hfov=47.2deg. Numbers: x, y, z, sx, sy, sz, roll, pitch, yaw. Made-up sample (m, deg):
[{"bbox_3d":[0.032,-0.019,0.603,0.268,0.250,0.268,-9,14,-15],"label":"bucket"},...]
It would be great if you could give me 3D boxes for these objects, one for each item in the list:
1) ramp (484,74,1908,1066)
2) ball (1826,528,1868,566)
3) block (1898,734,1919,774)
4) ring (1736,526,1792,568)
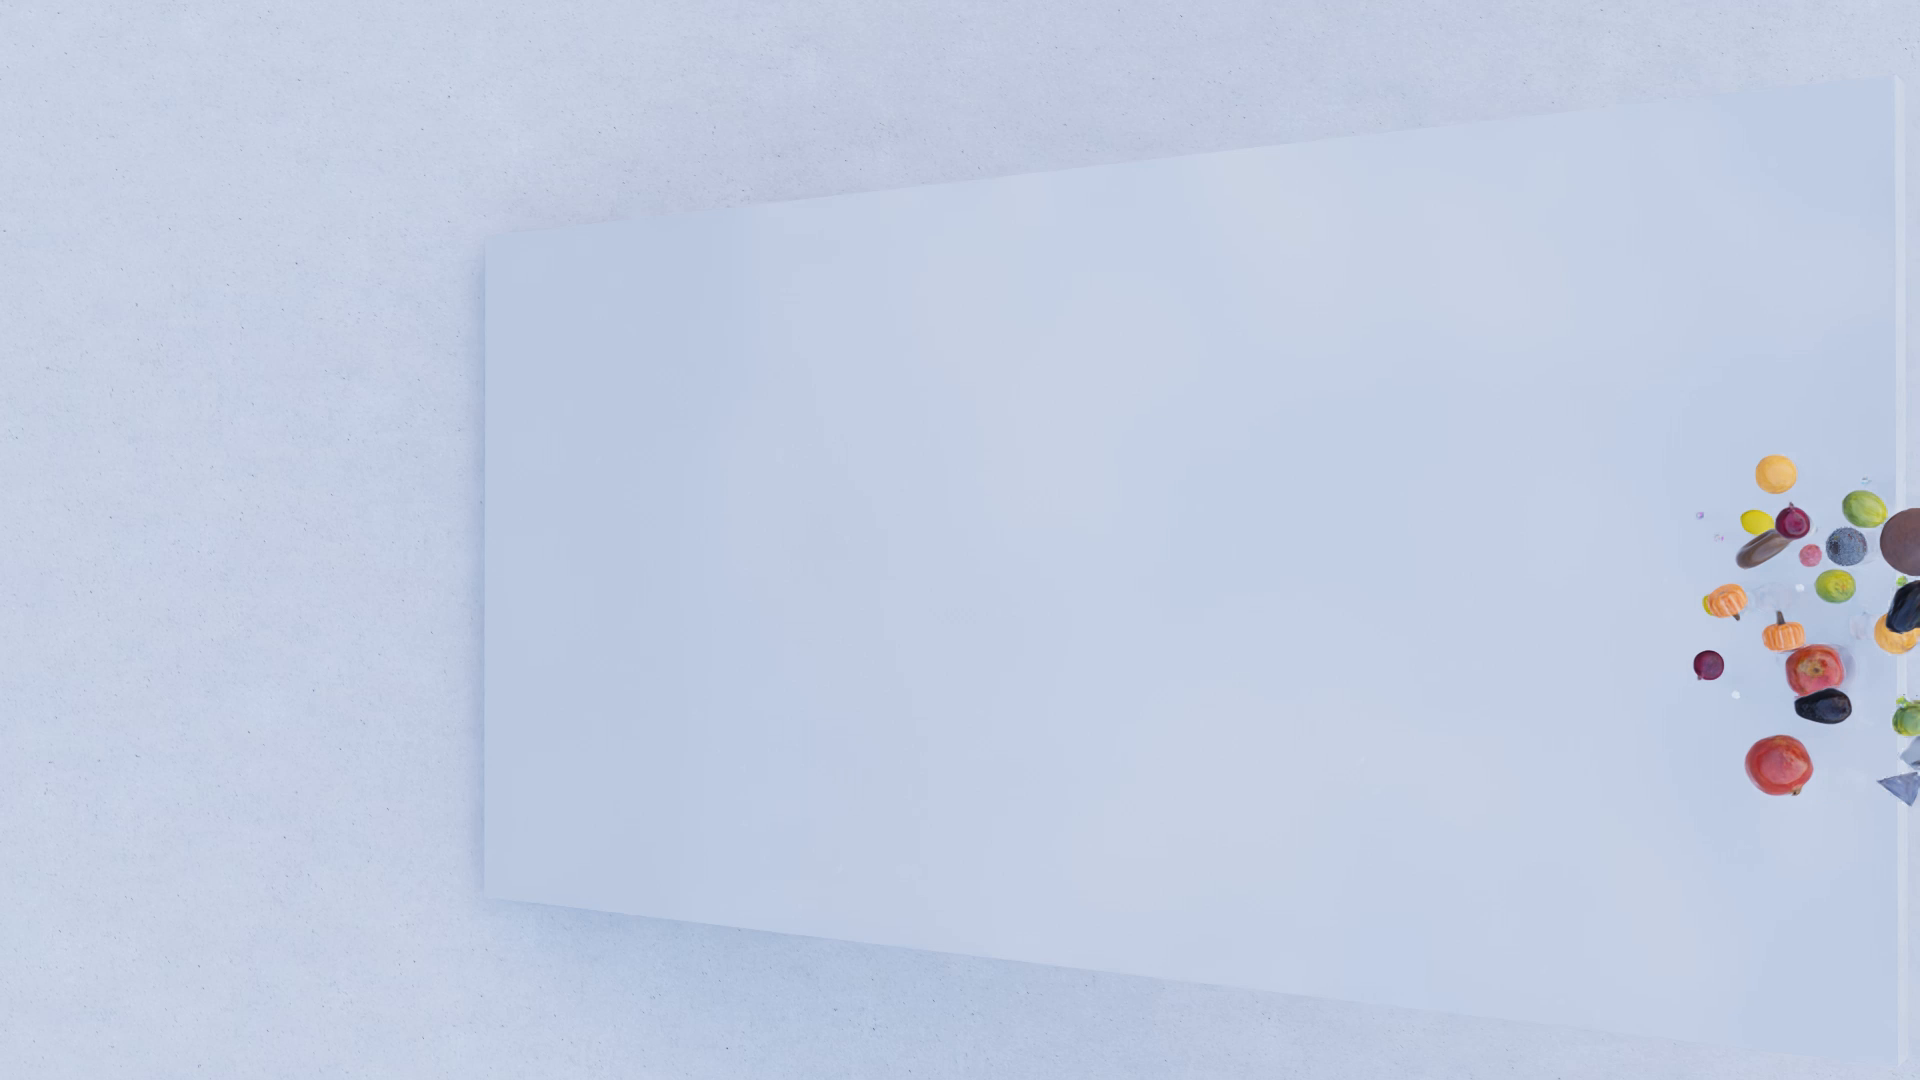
[{"bbox_3d":[0.252,0.069,5.583,4.000,0.100,2.000,0,89,34],"label":"ramp"},{"bbox_3d":[1.591,0.013,3.945,0.070,0.070,0.070,0,90,0],"label":"ball"},{"bbox_3d":[1.588,0.354,3.539,0.086,0.086,0.086,37,100,-3],"label":"block"},{"bbox_3d":[1.515,0.014,4.143,0.116,0.116,0.039,-34,86,0],"label":"ring"}]
